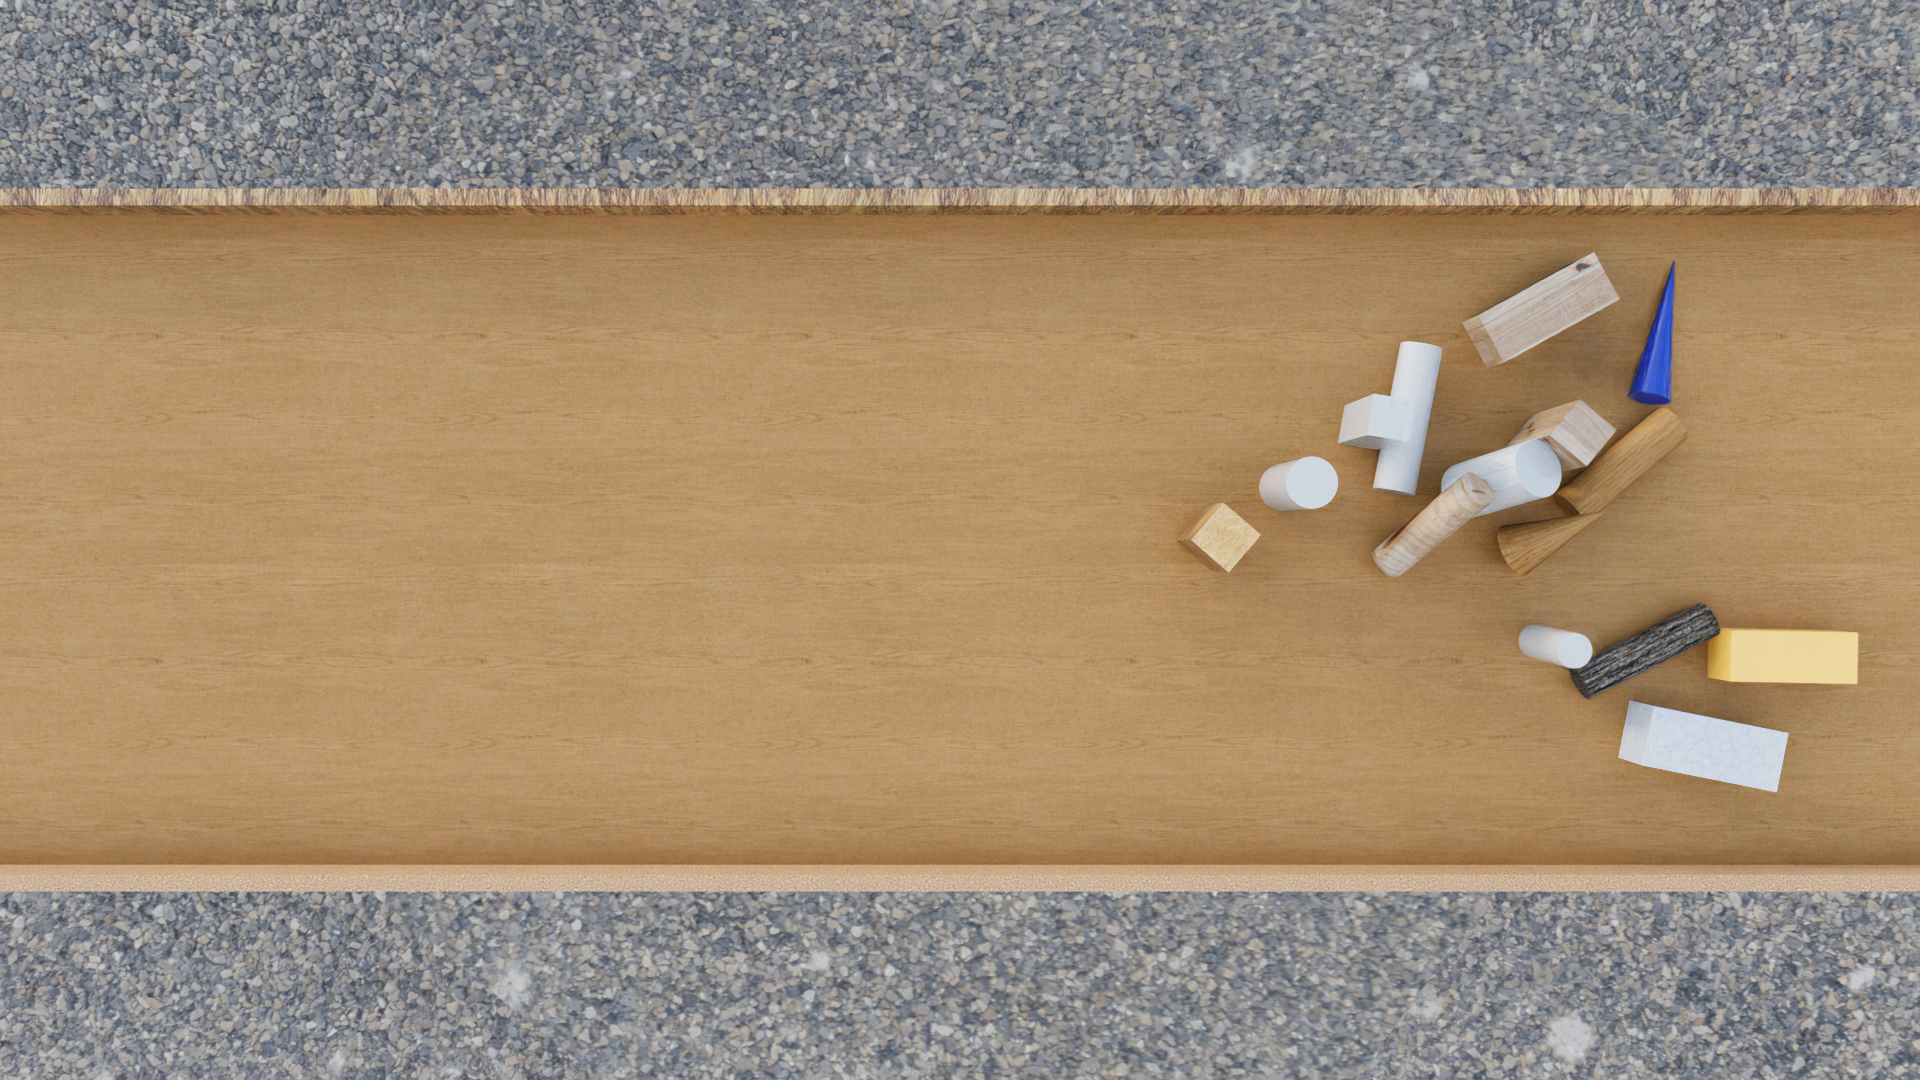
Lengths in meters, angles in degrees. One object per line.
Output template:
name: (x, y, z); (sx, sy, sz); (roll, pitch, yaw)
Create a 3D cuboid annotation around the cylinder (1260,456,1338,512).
cylinder: (0.994, -0.162, 4.868); (0.147, 0.417, 0.147); (0, 90, 0)

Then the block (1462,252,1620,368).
block: (1.756, -0.694, 4.996); (0.393, 0.160, 0.160); (-29, 90, 0)

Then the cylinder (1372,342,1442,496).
cylinder: (1.361, -0.368, 5.013); (0.126, 0.126, 0.450); (11, 90, 0)

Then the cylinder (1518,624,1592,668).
cylinder: (1.770, 0.314, 4.912); (0.103, 0.326, 0.103); (0, 92, 0)

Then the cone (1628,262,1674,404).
cone: (2.147, -0.648, 5.047); (0.117, 0.117, 0.450); (13, 83, 0)

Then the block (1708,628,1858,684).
block: (2.491, 0.350, 5.000); (0.378, 0.152, 0.152); (1, 90, 0)

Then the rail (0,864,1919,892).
rail: (-2.247, 1.025, 5.001); (12.000, 0.150, 0.050); (0, 90, 0)

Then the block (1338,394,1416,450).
block: (1.228, -0.346, 4.877); (0.118, 0.397, 0.118); (10, 90, 1)

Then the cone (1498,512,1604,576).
cone: (1.785, -0.027, 4.911); (0.311, 0.165, 0.165); (-30, 90, 41)

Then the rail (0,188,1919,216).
rail: (-2.247, -1.025, 5.002); (12.000, 0.150, 0.050); (0, 90, 0)

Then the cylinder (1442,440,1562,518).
cylinder: (1.603, -0.178, 4.897); (0.172, 0.316, 0.172); (5, 77, -24)

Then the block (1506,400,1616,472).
block: (1.778, -0.299, 4.897); (0.137, 0.351, 0.137); (40, 86, 0)

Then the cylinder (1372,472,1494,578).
cylinder: (1.404, -0.041, 4.910); (0.113, 0.113, 0.390); (43, 129, 0)

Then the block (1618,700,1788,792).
block: (2.243, 0.622, 4.987); (0.407, 0.179, 0.179); (11, 90, 0)

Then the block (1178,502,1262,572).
block: (0.766, -0.007, 4.910); (0.142, 0.332, 0.142); (41, 90, 0)

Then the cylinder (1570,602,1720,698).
cylinder: (2.083, 0.337, 5.022); (0.438, 0.109, 0.109); (-26, 90, 0)

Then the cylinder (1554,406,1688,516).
cylinder: (2.009, -0.224, 5.014); (0.412, 0.126, 0.126); (-40, 90, 0)
